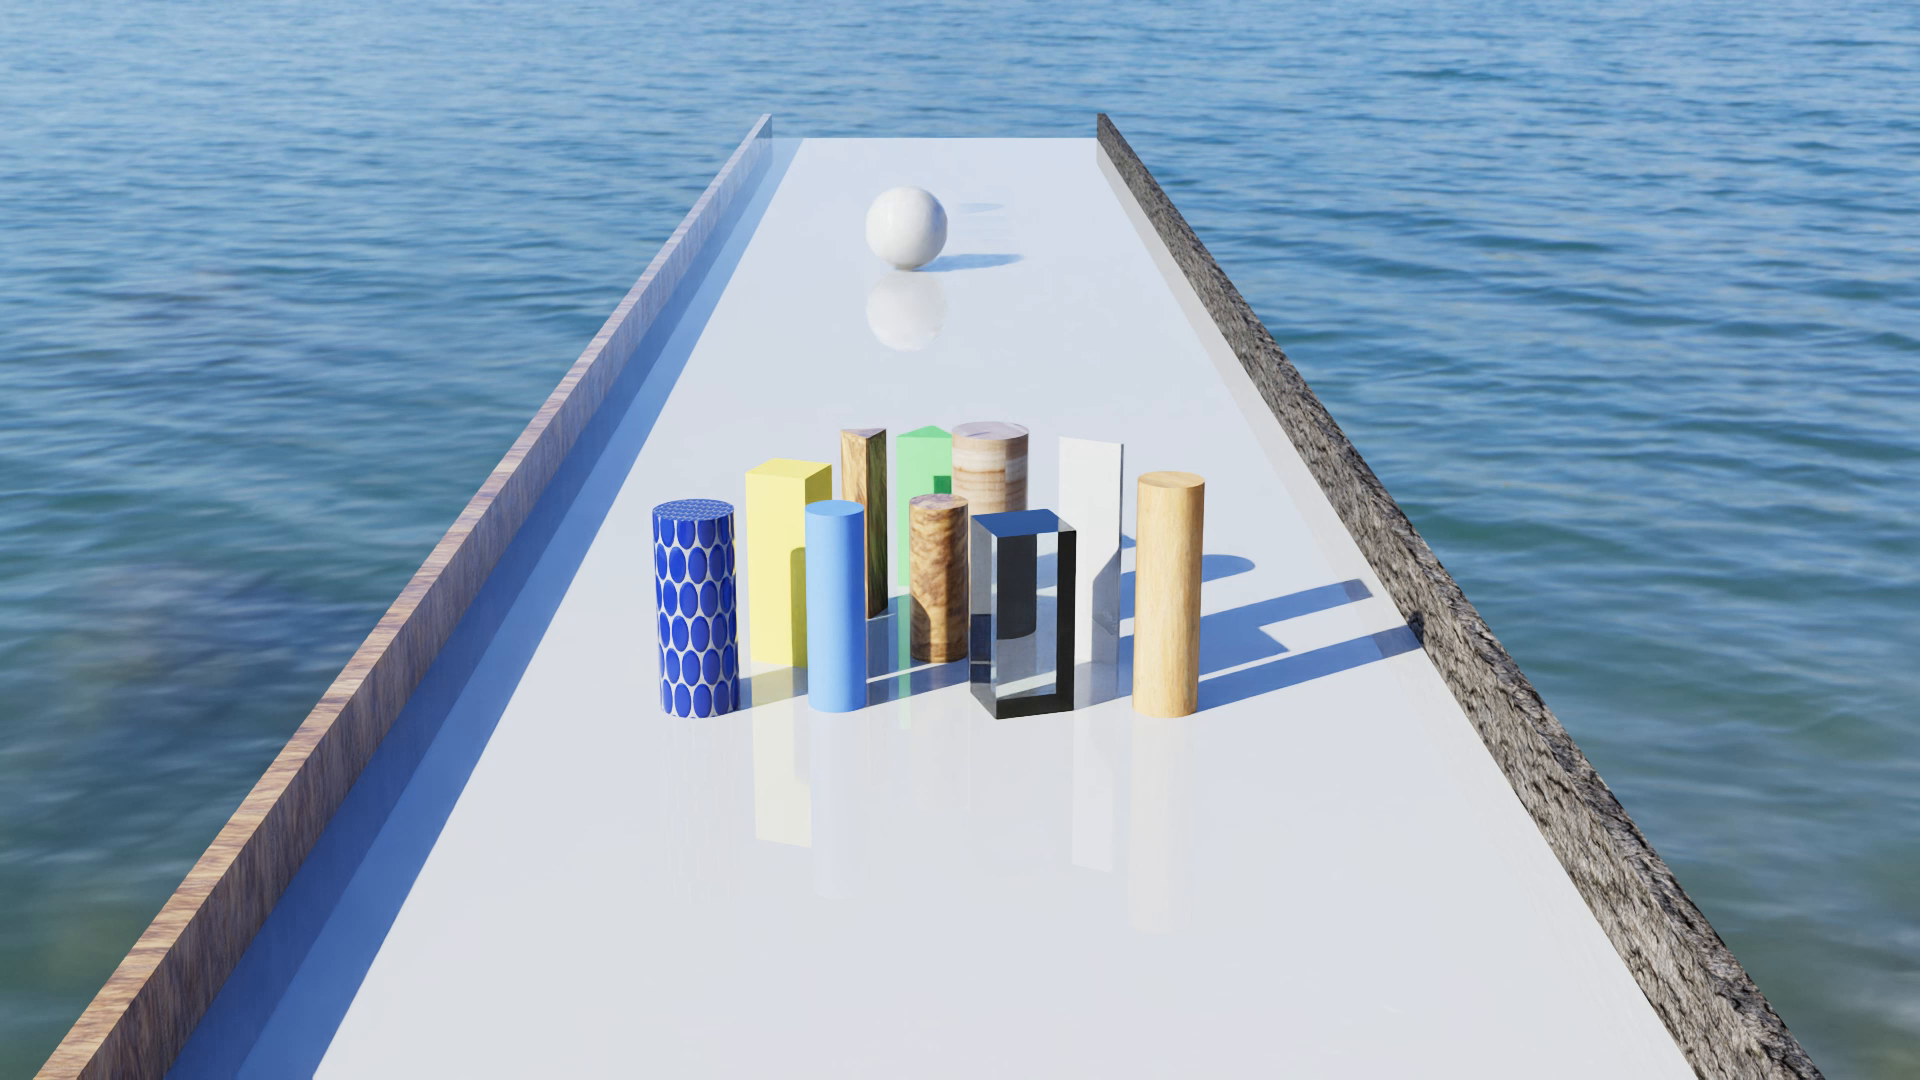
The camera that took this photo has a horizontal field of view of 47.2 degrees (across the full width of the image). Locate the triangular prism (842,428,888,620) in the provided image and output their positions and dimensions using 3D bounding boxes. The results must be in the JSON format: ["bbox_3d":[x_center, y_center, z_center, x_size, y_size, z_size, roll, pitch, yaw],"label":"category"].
[{"bbox_3d":[-0.189,-0.039,4.665,0.082,0.395,0.094,-12,21,-36],"label":"triangular prism"}]

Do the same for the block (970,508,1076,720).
[{"bbox_3d":[0.117,0.138,4.141,0.155,0.355,0.155,-5,17,-17],"label":"block"}]

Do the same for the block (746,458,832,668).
[{"bbox_3d":[-0.337,0.045,4.393,0.127,0.389,0.127,6,18,20],"label":"block"}]

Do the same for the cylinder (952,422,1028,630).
[{"bbox_3d":[0.063,-0.030,4.604,0.161,0.412,0.161,0,17,0],"label":"cylinder"}]

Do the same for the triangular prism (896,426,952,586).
[{"bbox_3d":[-0.067,-0.076,4.886,0.130,0.341,0.113,2,17,5],"label":"triangular prism"}]

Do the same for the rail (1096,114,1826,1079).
[{"bbox_3d":[0.932,-0.844,7.801,0.050,0.150,12.000,0,17,-1],"label":"rail"}]

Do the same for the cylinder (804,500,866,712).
[{"bbox_3d":[-0.233,0.125,4.131,0.111,0.385,0.111,0,17,0],"label":"cylinder"}]

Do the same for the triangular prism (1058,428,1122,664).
[{"bbox_3d":[0.282,0.008,4.405,0.136,0.454,0.117,8,19,26],"label":"triangular prism"}]

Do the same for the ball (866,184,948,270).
[{"bbox_3d":[-0.214,-1.262,8.878,0.338,0.338,0.338,0,17,0],"label":"ball"}]

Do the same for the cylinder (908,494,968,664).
[{"bbox_3d":[-0.043,0.077,4.408,0.118,0.320,0.118,0,17,0],"label":"cylinder"}]

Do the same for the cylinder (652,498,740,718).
[{"bbox_3d":[-0.493,0.128,4.124,0.152,0.384,0.152,0,17,0],"label":"cylinder"}]

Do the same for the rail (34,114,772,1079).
[{"bbox_3d":[-1.118,-0.838,7.780,0.050,0.150,12.000,0,17,-1],"label":"rail"}]

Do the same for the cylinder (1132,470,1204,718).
[{"bbox_3d":[0.388,0.102,4.103,0.123,0.445,0.123,0,17,0],"label":"cylinder"}]
